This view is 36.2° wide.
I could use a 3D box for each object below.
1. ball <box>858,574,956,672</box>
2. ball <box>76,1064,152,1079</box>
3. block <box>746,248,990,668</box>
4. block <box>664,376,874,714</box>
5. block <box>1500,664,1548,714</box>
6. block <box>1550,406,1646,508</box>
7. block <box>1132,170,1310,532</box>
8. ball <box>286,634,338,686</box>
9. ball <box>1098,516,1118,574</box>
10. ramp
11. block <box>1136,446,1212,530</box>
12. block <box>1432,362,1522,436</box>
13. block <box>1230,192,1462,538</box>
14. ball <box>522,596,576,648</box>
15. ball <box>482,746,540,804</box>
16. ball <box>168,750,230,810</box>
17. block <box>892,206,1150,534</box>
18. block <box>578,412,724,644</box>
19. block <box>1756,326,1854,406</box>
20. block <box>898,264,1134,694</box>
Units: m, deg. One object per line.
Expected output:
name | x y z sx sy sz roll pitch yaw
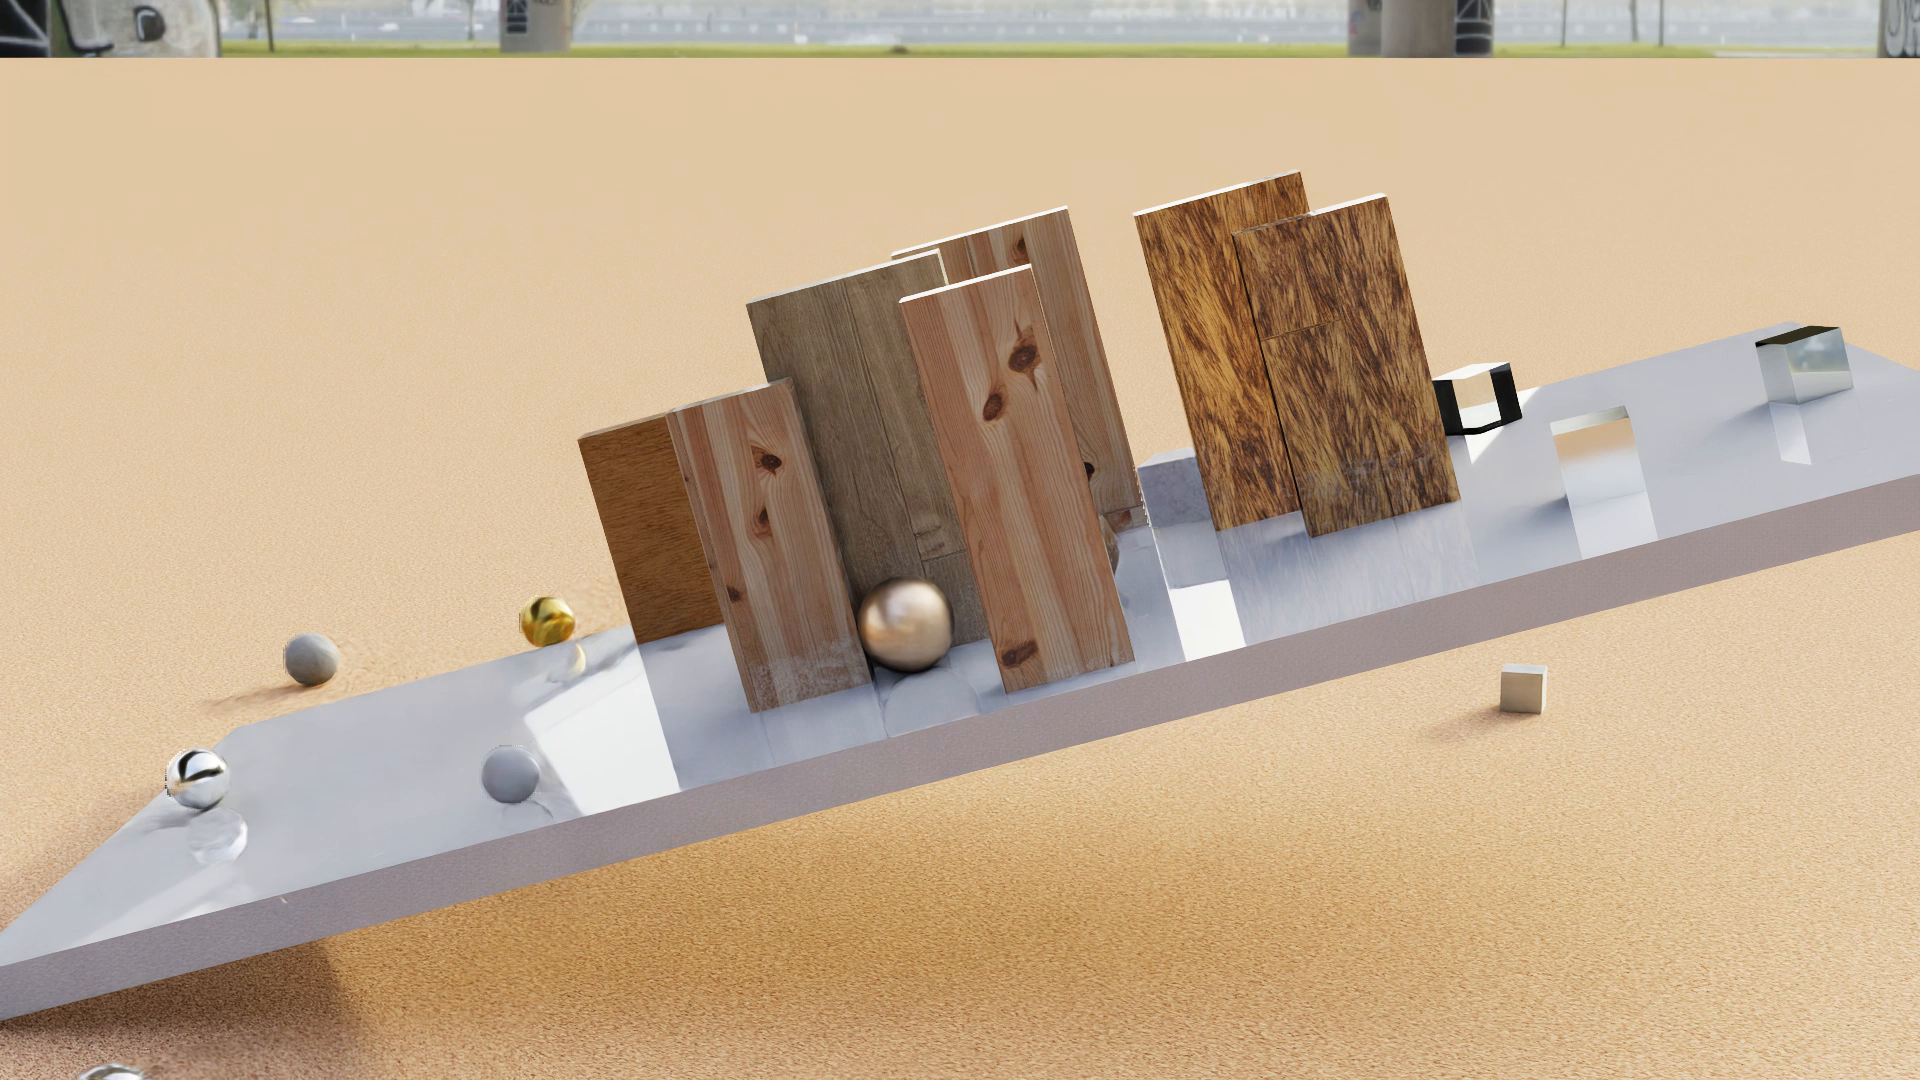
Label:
ball | -0.106 0.167 5.855 0.195 0.195 0.195 0 10 0
ball | -1.392 0.948 4.824 0.173 0.173 0.173 0 10 0
block | -0.134 -0.159 5.999 0.399 0.784 0.114 -15 9 4
block | -0.377 0.011 5.877 0.253 0.626 0.087 -15 9 4
block | 1.546 0.408 8.068 0.112 0.112 0.112 3 10 17
block | 1.248 -0.163 5.756 0.148 0.148 0.148 -13 9 11
block | 0.649 -0.415 6.457 0.369 0.716 0.114 -15 9 4
ball | -1.839 0.339 8.347 0.150 0.150 0.150 0 10 0
ball | 0.230 0.030 6.108 0.200 0.200 0.200 0 10 0
ramp | 0.080 0.191 6.330 4.000 0.100 2.000 -15 9 4
block | 0.512 -0.125 6.731 0.147 0.147 0.147 -11 10 25
block | 1.201 -0.328 6.853 0.135 0.135 0.135 -20 10 -27
block | 0.801 -0.362 6.109 0.320 0.647 0.111 -15 9 4
ball | -1.040 0.209 7.428 0.135 0.135 0.135 0 10 0
ball | -0.865 0.453 5.657 0.111 0.111 0.111 0 10 0
ball | -1.673 0.527 6.463 0.134 0.134 0.134 0 10 0
block | 0.142 -0.351 6.792 0.415 0.751 0.112 -15 9 4
block | -0.706 -0.037 7.051 0.274 0.514 0.109 -15 9 4
block | 1.772 -0.368 6.173 0.130 0.130 0.130 -17 9 -10
block | 0.108 -0.111 5.426 0.247 0.751 0.093 -15 9 4
